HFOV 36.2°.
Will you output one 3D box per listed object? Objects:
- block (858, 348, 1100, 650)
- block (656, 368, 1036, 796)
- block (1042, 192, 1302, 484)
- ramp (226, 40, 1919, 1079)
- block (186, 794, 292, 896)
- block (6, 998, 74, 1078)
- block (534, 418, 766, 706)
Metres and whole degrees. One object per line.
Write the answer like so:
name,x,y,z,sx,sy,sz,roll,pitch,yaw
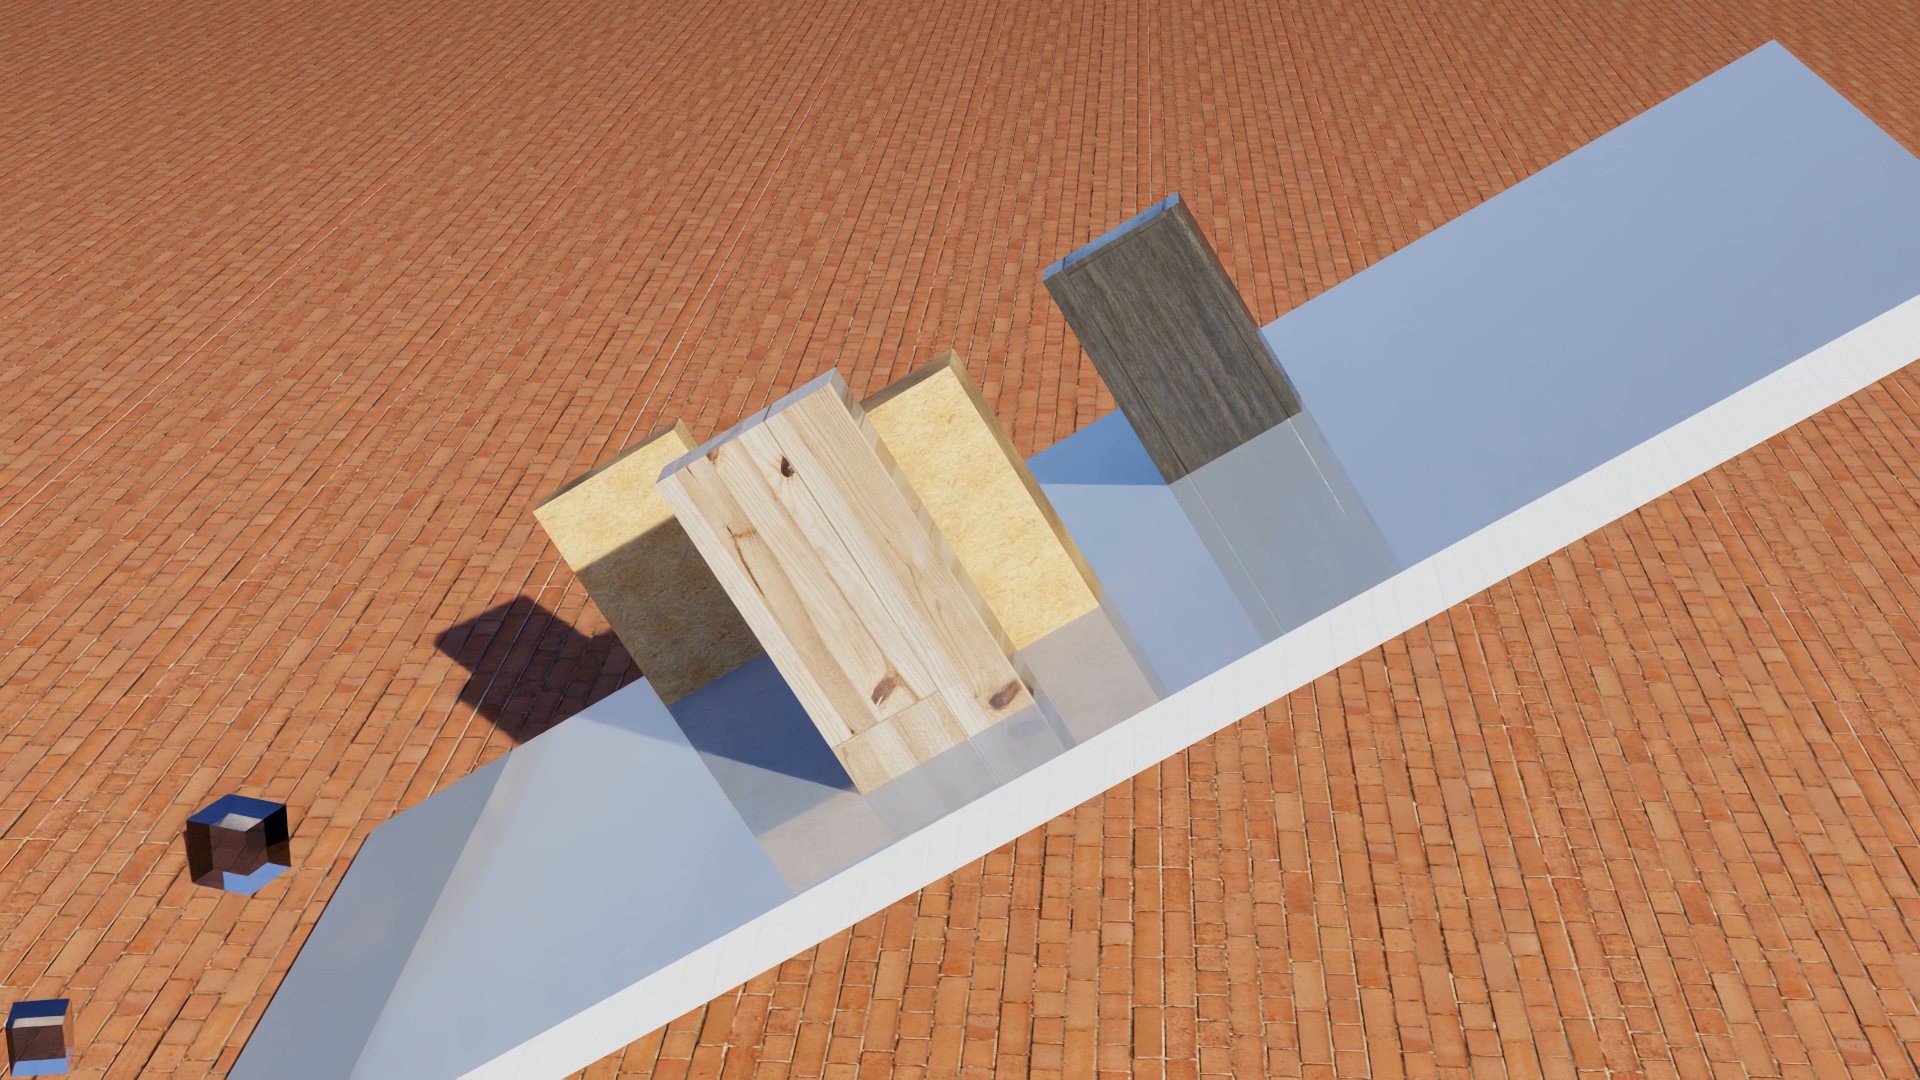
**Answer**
block,0.030,-0.068,5.934,0.244,0.581,0.132,-29,15,13
block,-0.212,0.085,5.631,0.391,0.737,0.109,-29,15,13
block,0.458,-0.431,6.325,0.334,0.529,0.110,-29,15,13
ramp,0.141,0.169,6.288,4.000,0.100,2.000,-29,15,13
block,-1.853,0.781,7.559,0.179,0.179,0.179,8,21,21
block,-2.081,1.126,6.656,0.124,0.124,0.124,-3,19,-8
block,-0.685,0.057,7.015,0.401,0.576,0.096,-29,15,13
